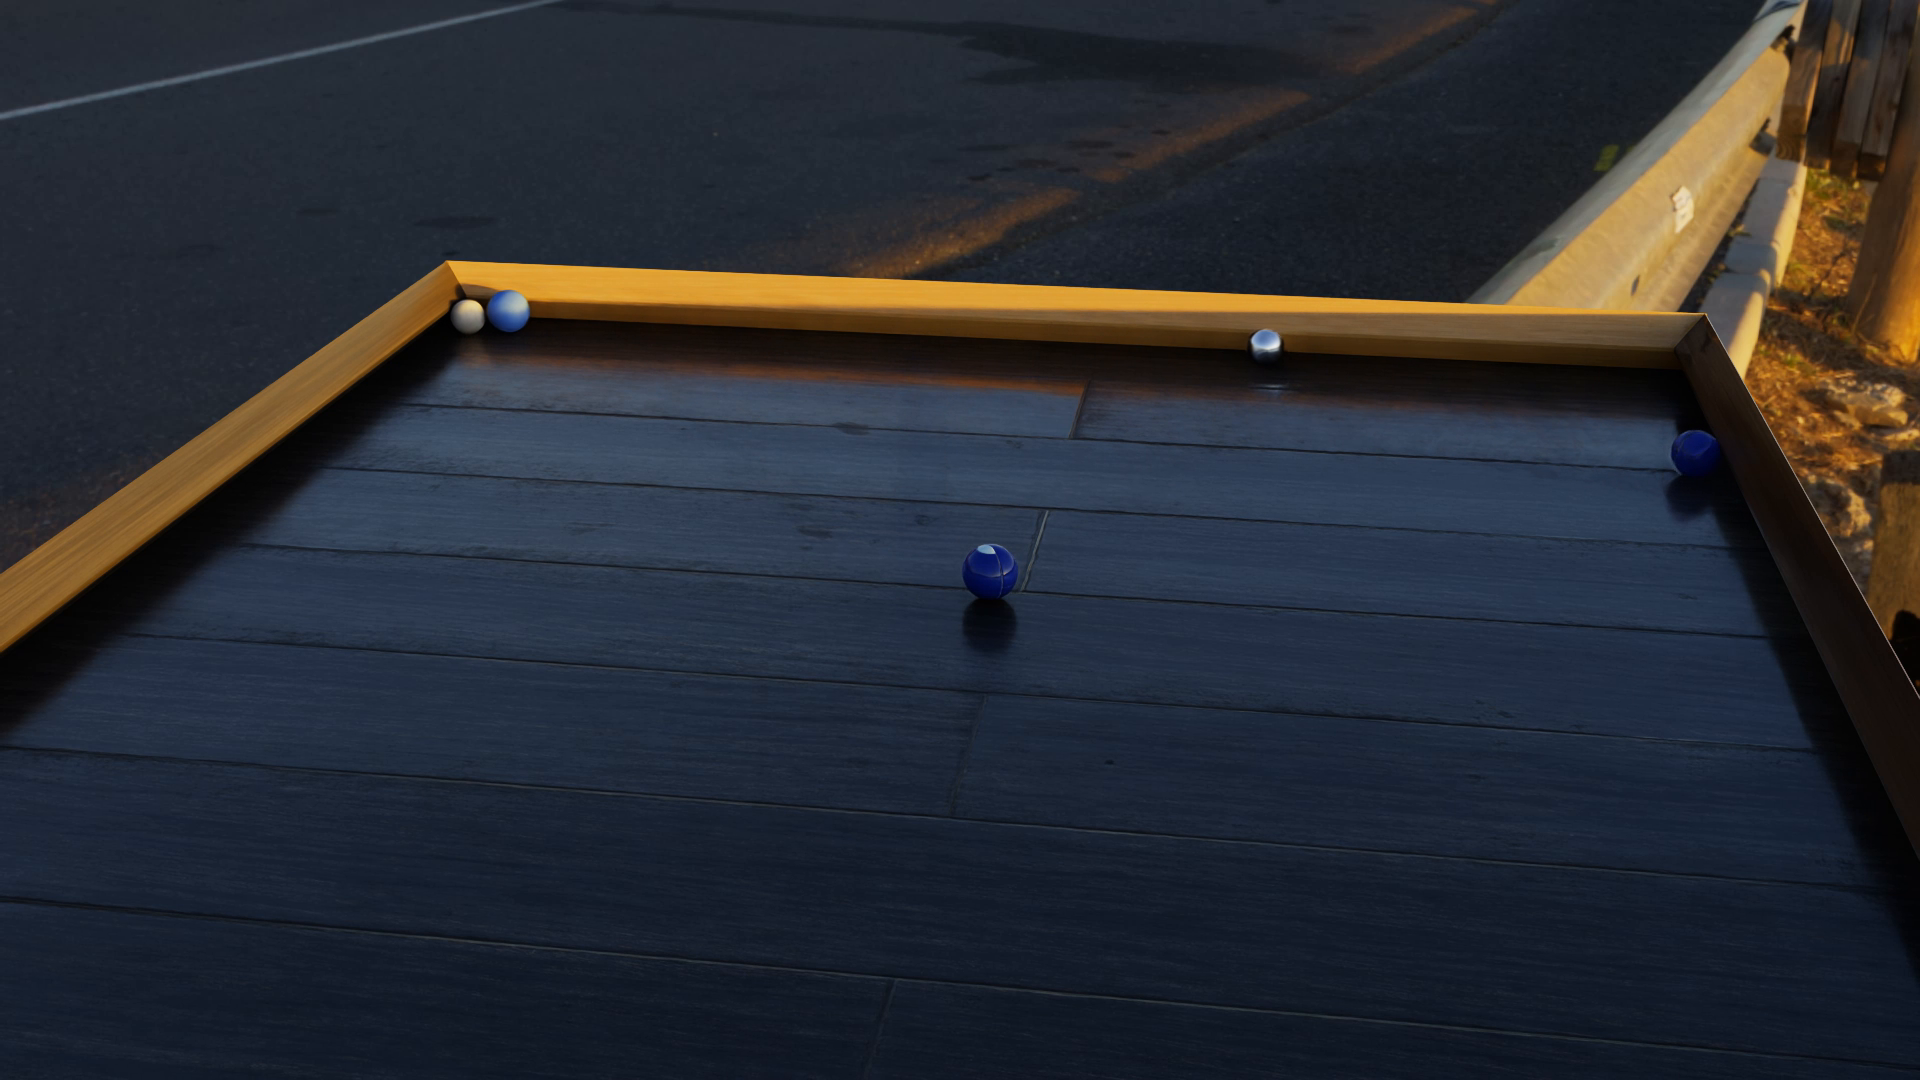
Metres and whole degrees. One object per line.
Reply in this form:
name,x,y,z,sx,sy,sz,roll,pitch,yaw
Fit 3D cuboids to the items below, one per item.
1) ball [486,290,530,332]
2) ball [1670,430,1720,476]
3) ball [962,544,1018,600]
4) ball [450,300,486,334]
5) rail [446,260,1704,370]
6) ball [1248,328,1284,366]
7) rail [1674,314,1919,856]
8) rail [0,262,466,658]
ball,-0.672,-0.341,3.270,0.063,0.063,0.063,0,22,0
ball,0.905,-0.107,2.705,0.058,0.058,0.058,0,22,0
ball,0.032,0.034,2.357,0.061,0.061,0.061,0,22,0
ball,-0.729,-0.331,3.260,0.052,0.052,0.052,0,22,0
rail,0.128,-0.324,3.202,1.847,0.082,0.045,3,22,8
ball,0.434,-0.274,3.122,0.052,0.052,0.052,0,22,0
rail,0.758,0.361,1.529,0.045,0.082,3.425,3,22,8
rail,-1.021,0.256,1.785,0.045,0.082,3.425,3,22,8
